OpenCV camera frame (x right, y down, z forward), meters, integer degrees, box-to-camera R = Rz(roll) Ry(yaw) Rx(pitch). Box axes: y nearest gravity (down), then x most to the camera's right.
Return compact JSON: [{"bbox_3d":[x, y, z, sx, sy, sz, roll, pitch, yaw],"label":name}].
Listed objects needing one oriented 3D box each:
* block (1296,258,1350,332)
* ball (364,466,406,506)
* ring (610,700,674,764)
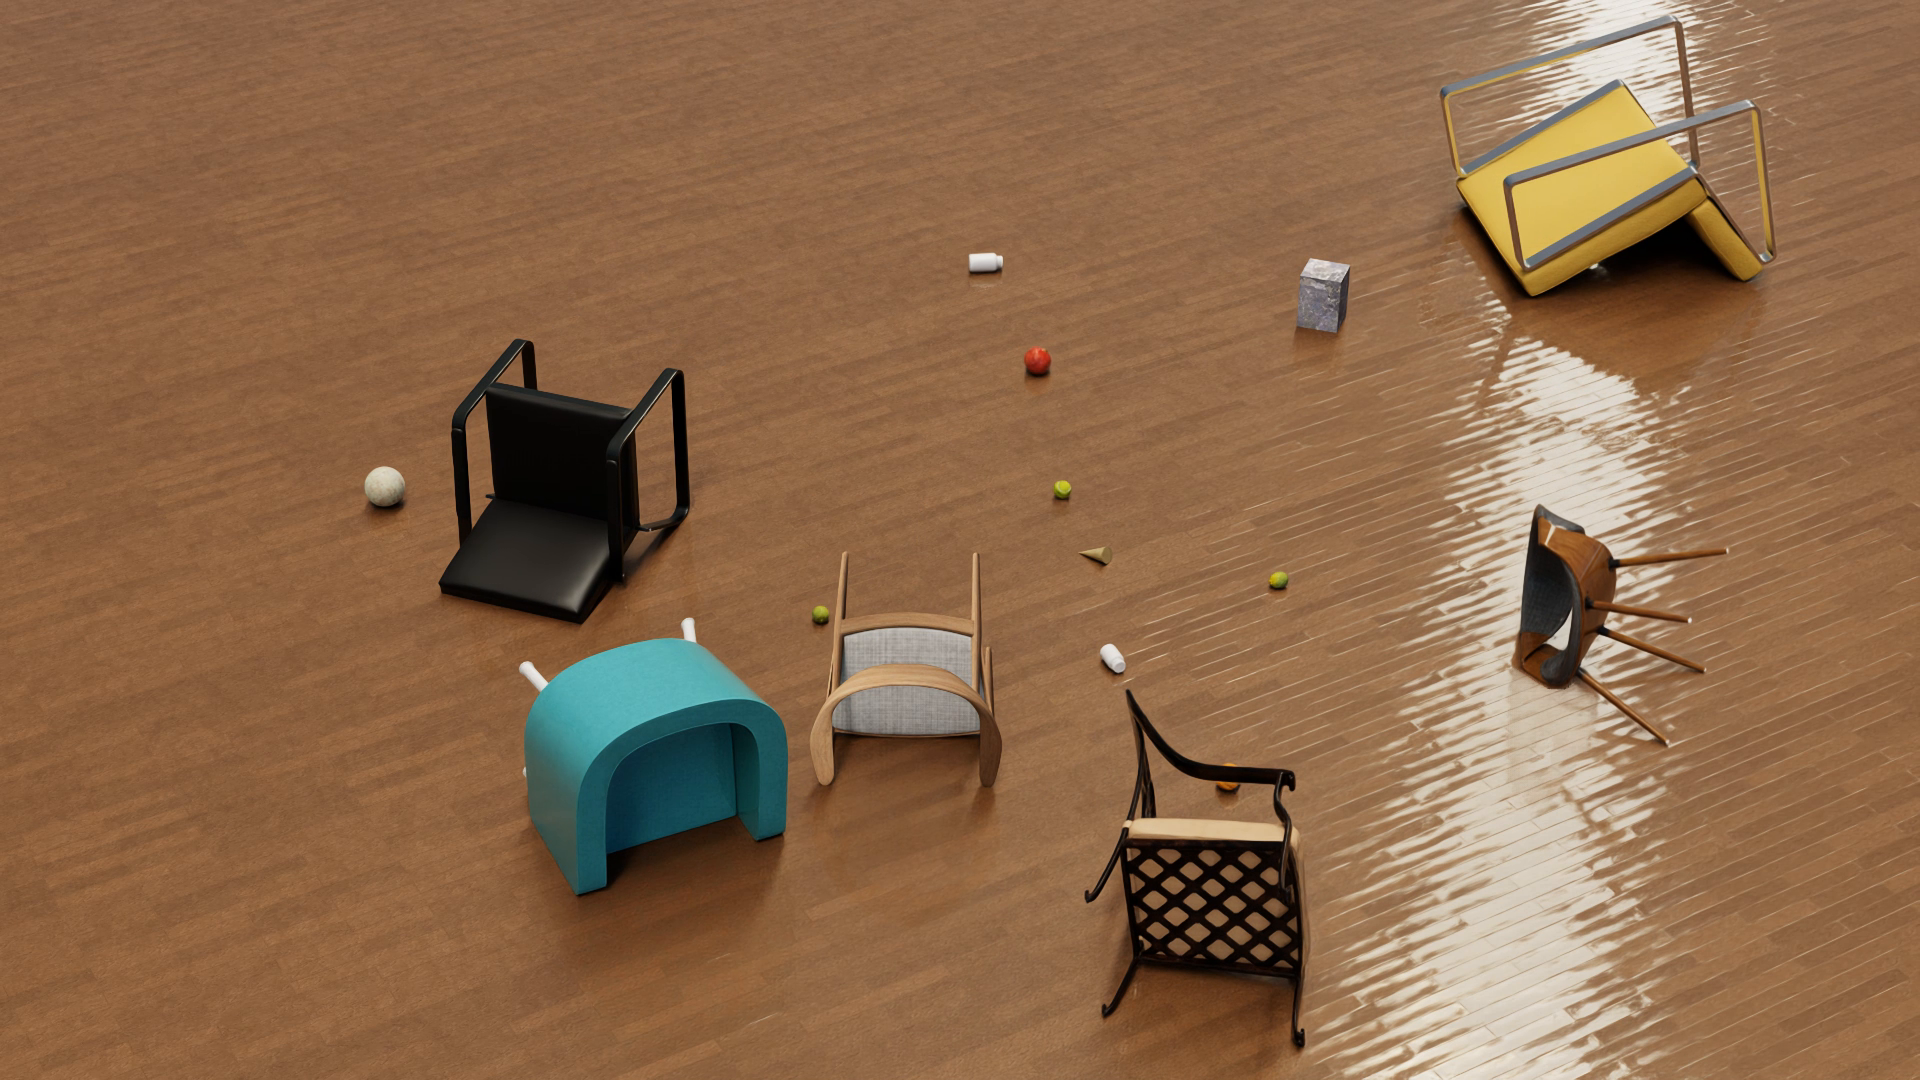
[{"bbox_3d":[1.522,-1.023,12.280,0.173,0.239,0.161,11,35,17],"label":"block"},{"bbox_3d":[-2.180,-0.202,11.113,0.153,0.153,0.153,0,33,0],"label":"ball"},{"bbox_3d":[-1.060,0.641,9.799,0.161,0.198,0.221,-19,59,-36],"label":"ring"}]
